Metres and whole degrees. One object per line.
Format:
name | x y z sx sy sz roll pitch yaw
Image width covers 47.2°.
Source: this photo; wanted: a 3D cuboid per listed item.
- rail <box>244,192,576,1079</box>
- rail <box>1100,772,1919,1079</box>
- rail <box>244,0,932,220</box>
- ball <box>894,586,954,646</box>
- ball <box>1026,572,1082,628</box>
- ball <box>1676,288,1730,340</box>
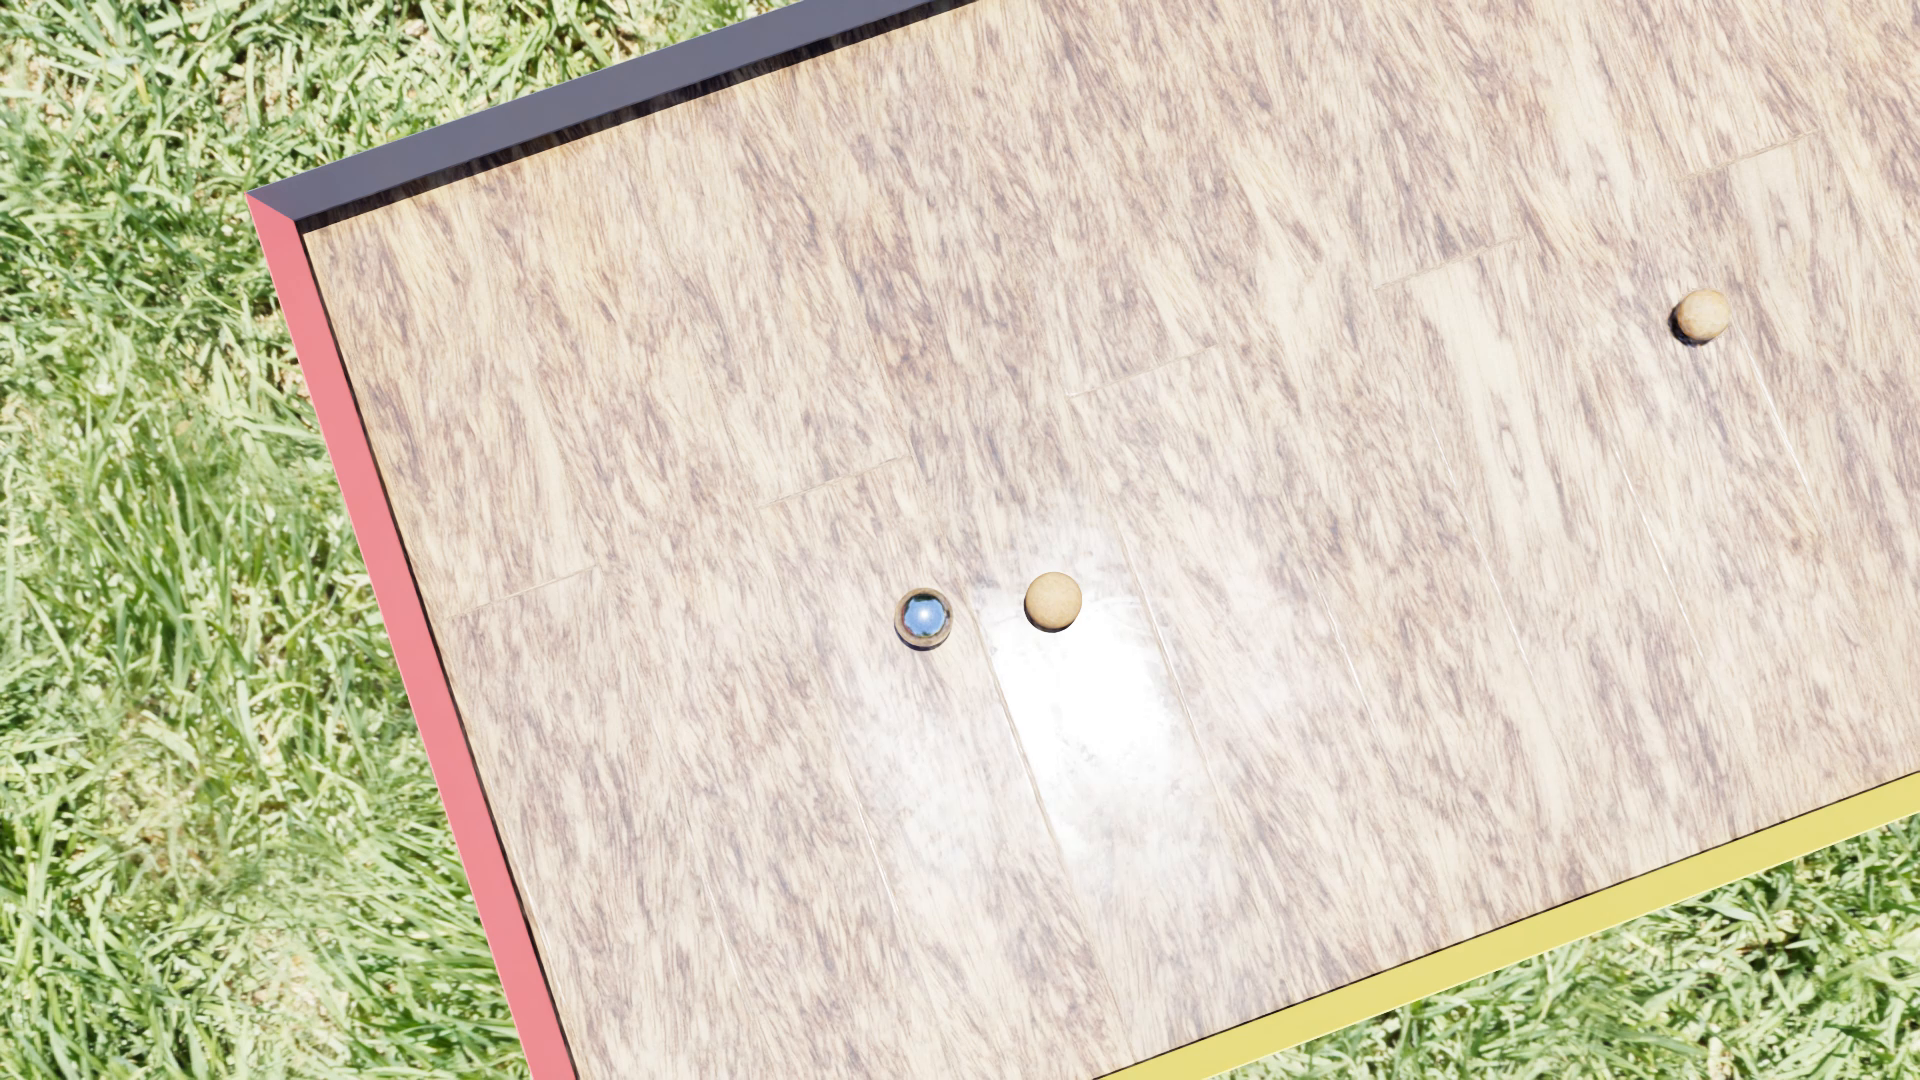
rail | -0.755 0.269 3.207 0.045 0.115 1.691 -20 82 -3
rail | 1.057 0.482 3.174 3.306 0.115 0.045 -20 82 -3
rail | 0.496 -1.045 3.408 3.306 0.115 0.045 -20 82 -3
ball | -0.053 0.113 3.245 0.088 0.088 0.088 0 81 0
ball | 0.139 0.089 3.250 0.085 0.085 0.085 0 81 0
ball | 1.122 -0.340 3.320 0.078 0.078 0.078 0 81 0
